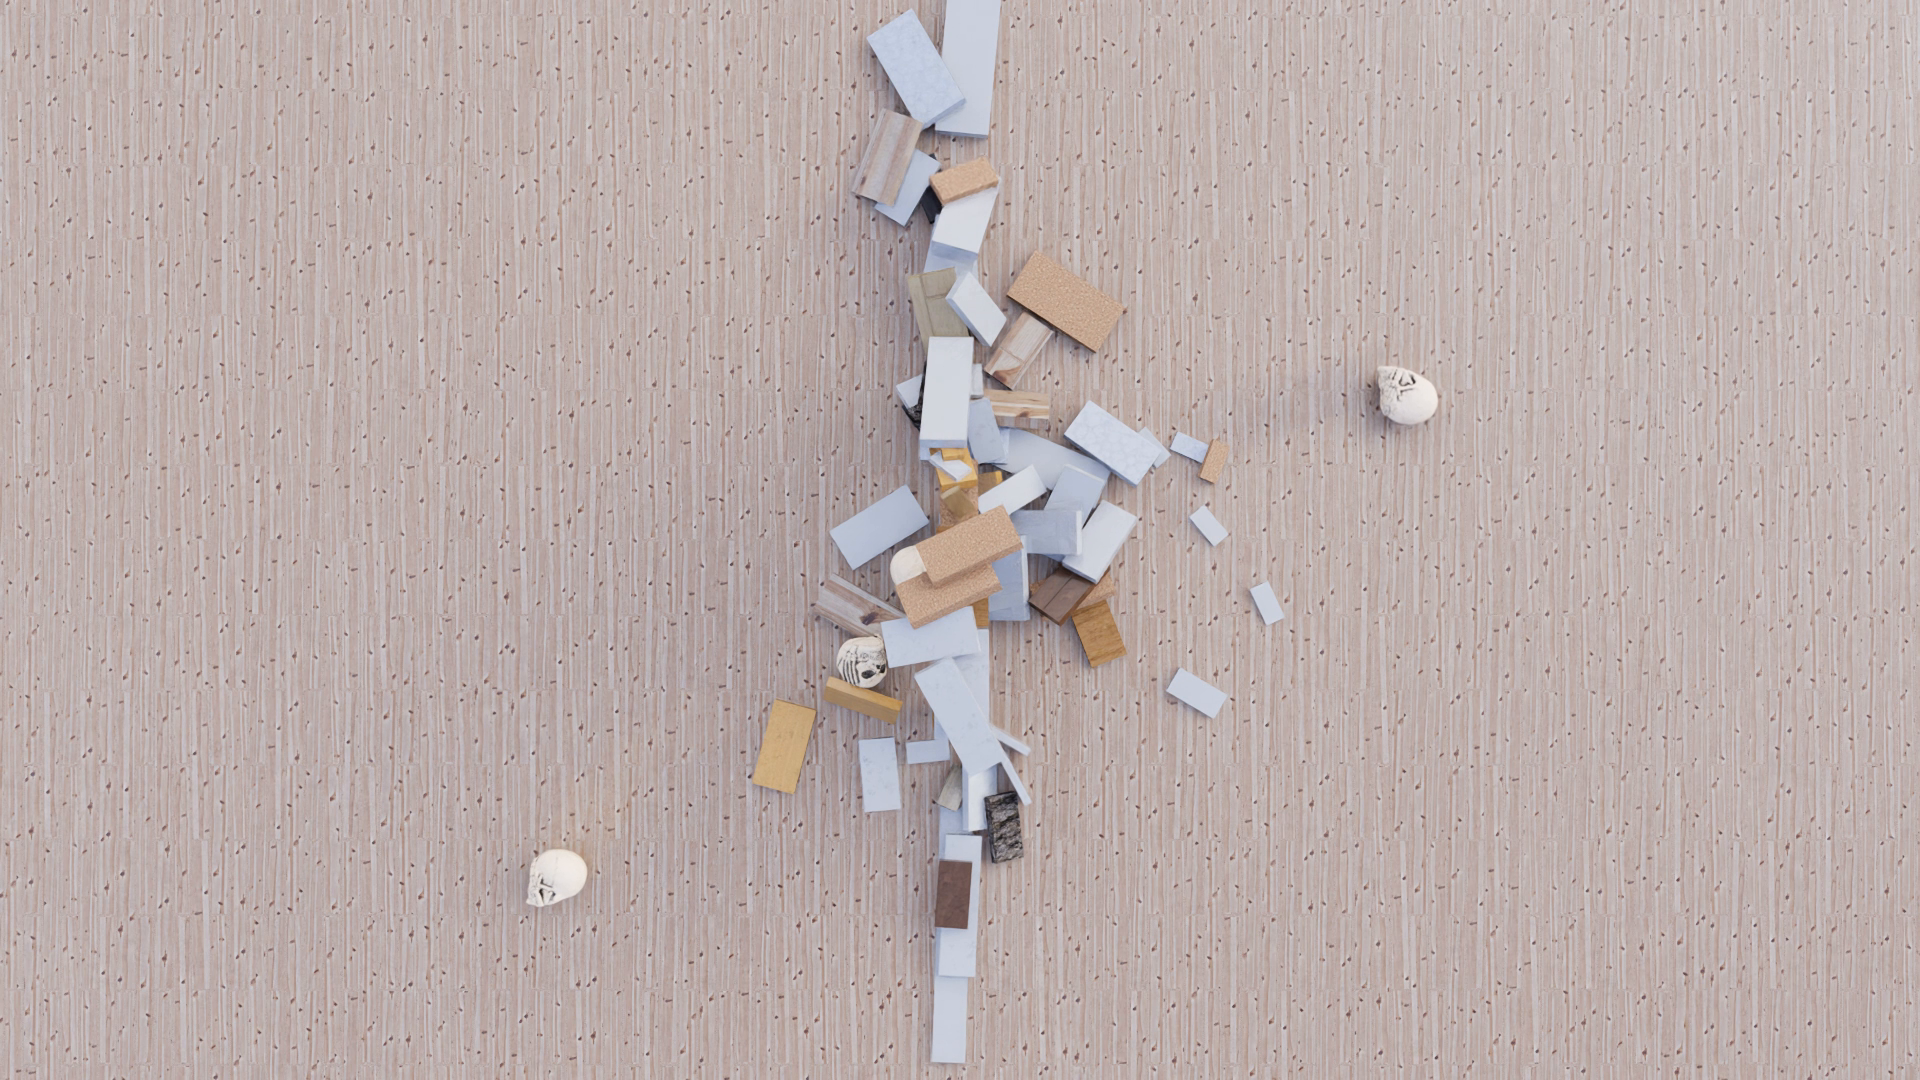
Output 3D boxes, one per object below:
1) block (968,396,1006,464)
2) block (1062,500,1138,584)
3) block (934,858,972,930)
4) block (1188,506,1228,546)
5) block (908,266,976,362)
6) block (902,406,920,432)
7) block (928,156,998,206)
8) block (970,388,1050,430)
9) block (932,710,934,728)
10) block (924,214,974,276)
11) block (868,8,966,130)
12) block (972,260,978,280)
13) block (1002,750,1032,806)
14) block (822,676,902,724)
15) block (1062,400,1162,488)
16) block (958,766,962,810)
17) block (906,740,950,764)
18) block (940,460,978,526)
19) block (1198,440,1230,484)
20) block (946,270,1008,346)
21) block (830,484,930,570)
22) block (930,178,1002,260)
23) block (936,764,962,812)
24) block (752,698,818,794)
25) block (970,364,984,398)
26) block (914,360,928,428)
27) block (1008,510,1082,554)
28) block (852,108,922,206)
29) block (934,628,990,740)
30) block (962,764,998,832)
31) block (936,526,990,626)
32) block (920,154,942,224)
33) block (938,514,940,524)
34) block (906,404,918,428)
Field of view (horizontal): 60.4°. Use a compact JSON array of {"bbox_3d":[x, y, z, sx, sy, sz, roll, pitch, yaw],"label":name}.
[{"bbox_3d":[0.074,-0.356,5.364,0.101,0.029,0.203,-15,109,7],"label":"block"},{"bbox_3d":[0.460,0.005,5.424,0.130,0.037,0.261,29,71,18],"label":"block"},{"bbox_3d":[-0.022,1.163,5.420,0.109,0.031,0.219,4,90,0],"label":"block"},{"bbox_3d":[0.828,-0.048,5.491,0.064,0.018,0.128,-40,90,0],"label":"block"},{"bbox_3d":[-0.060,-0.726,5.413,0.155,0.044,0.311,-10,111,9],"label":"block"},{"bbox_3d":[-0.118,-0.402,5.468,0.076,0.022,0.152,-36,90,0],"label":"block"},{"bbox_3d":[0.012,-1.181,5.420,0.207,0.029,0.104,-23,70,-15],"label":"block"},{"bbox_3d":[0.145,-0.434,5.430,0.293,0.147,0.042,4,129,0],"label":"block"},{"bbox_3d":[-0.001,0.561,5.330,0.170,0.339,0.048,-1,90,0],"label":"block"},{"bbox_3d":[-0.035,-0.906,5.449,0.155,0.044,0.310,12,90,0],"label":"block"},{"bbox_3d":[-0.143,-1.551,5.440,0.177,0.050,0.354,-31,83,9],"label":"block"},{"bbox_3d":[0.008,-0.884,5.485,0.104,0.029,0.207,-4,90,0],"label":"block"},{"bbox_3d":[0.181,0.786,5.454,0.026,0.091,0.183,-28,90,0],"label":"block"},{"bbox_3d":[-0.322,0.530,5.436,0.254,0.127,0.036,19,62,0],"label":"block"},{"bbox_3d":[0.503,-0.317,5.451,0.293,0.042,0.147,35,78,5],"label":"block"},{"bbox_3d":[0.006,0.813,5.469,0.071,0.020,0.141,32,73,2],"label":"block"},{"bbox_3d":[-0.106,0.702,5.490,0.141,0.020,0.071,-6,90,0],"label":"block"},{"bbox_3d":[-0.003,-0.133,5.239,0.121,0.034,0.242,-1,90,0],"label":"block"},{"bbox_3d":[0.844,-0.261,5.479,0.067,0.019,0.133,21,90,-21],"label":"block"},{"bbox_3d":[0.054,-0.755,5.394,0.237,0.034,0.118,47,63,-38],"label":"block"},{"bbox_3d":[-0.267,-0.043,5.479,0.300,0.042,0.150,-32,90,0],"label":"block"},{"bbox_3d":[0.022,-1.073,5.412,0.155,0.044,0.311,16,65,2],"label":"block"},{"bbox_3d":[-0.018,0.819,5.443,0.071,0.020,0.141,23,73,0],"label":"block"},{"bbox_3d":[-0.582,0.685,5.480,0.143,0.041,0.286,15,90,0],"label":"block"},{"bbox_3d":[0.041,-0.525,5.453,0.067,0.019,0.134,-2,54,0],"label":"block"},{"bbox_3d":[-0.075,-0.469,5.370,0.114,0.032,0.229,8,66,1],"label":"block"},{"bbox_3d":[0.263,-0.028,5.411,0.279,0.040,0.139,1,96,28],"label":"block"},{"bbox_3d":[-0.240,-1.259,5.430,0.144,0.041,0.289,26,99,25],"label":"block"},{"bbox_3d":[0.005,0.448,5.136,0.170,0.048,0.339,0,90,0],"label":"block"},{"bbox_3d":[0.065,0.835,5.451,0.119,0.034,0.238,0,90,-37],"label":"block"},{"bbox_3d":[0.009,0.114,5.163,0.157,0.045,0.315,-1,90,0],"label":"block"},{"bbox_3d":[-0.093,-1.169,5.485,0.103,0.029,0.207,-23,90,0],"label":"block"},{"bbox_3d":[-0.007,-0.077,5.378,0.121,0.242,0.034,0,95,0],"label":"block"},{"bbox_3d":[-0.109,-0.422,5.377,0.126,0.018,0.063,-28,67,-15],"label":"block"}]
